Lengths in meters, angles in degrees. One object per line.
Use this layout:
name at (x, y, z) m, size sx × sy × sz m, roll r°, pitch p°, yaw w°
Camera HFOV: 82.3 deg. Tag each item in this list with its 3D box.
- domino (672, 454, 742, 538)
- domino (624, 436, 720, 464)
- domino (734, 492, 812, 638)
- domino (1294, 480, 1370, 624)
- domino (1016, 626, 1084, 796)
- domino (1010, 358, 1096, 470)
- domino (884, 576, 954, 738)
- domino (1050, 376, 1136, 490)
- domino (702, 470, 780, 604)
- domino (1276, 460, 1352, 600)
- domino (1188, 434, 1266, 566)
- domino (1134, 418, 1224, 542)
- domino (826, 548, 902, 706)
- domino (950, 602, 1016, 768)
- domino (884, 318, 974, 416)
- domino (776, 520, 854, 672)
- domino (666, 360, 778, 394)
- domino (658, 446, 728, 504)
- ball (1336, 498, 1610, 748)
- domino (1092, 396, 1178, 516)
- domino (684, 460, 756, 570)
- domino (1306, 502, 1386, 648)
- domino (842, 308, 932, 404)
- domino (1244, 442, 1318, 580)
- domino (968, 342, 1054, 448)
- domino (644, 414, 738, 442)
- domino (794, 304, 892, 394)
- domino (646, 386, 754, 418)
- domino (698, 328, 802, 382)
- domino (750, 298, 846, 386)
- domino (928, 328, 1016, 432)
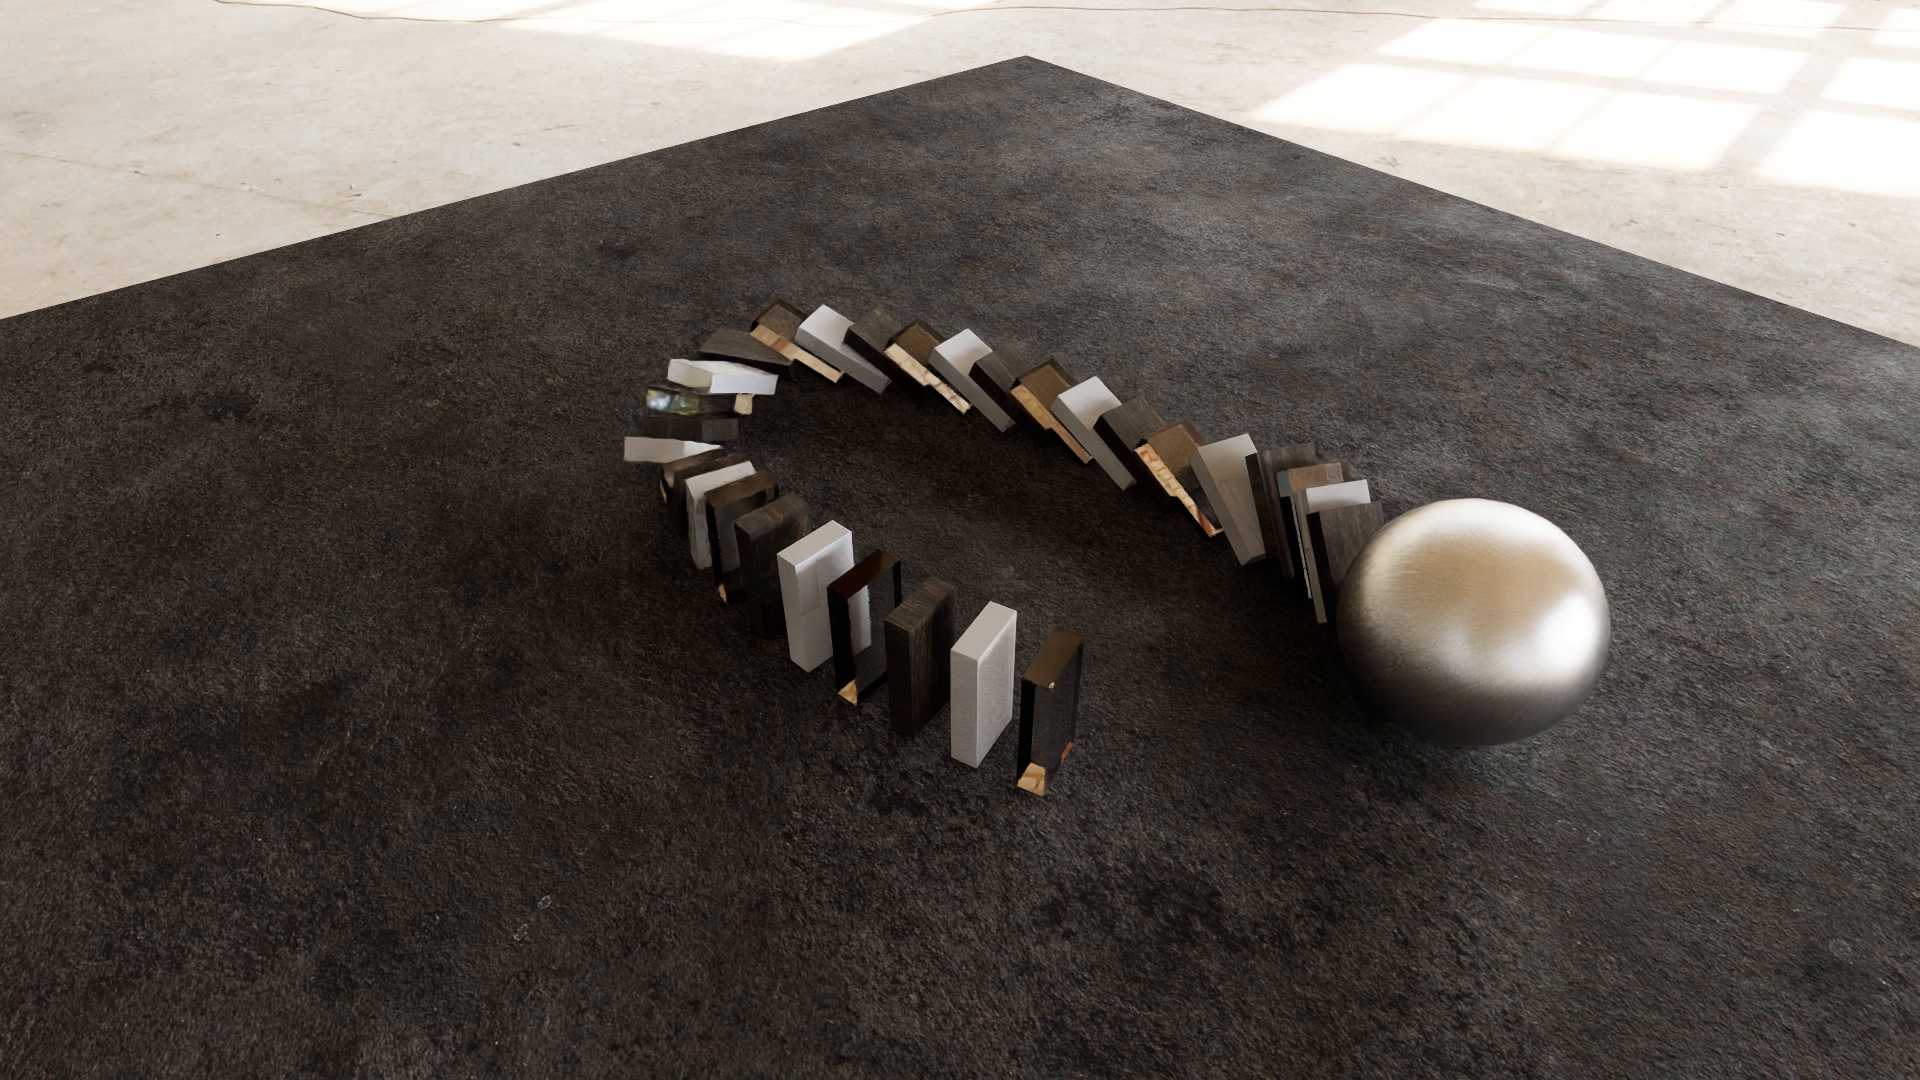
domino at (-0.100, -0.017, 0.435) m, size 0.025 × 0.050 × 0.010 m, roll -18°, pitch 77°, yaw -21°
domino at (-0.120, -0.037, 0.466) m, size 0.025 × 0.009 × 0.050 m, roll 4°, pitch 2°, yaw 5°
domino at (-0.066, 0.010, 0.400) m, size 0.025 × 0.050 × 0.009 m, roll -31°, pitch 48°, yaw -32°
domino at (0.143, 0.004, 0.412) m, size 0.025 × 0.050 × 0.010 m, roll -9°, pitch -4°, yaw -11°
domino at (0.028, 0.054, 0.345) m, size 0.010 × 0.050 × 0.025 m, roll 19°, pitch 43°, yaw 21°
domino at (0.049, -0.058, 0.498) m, size 0.025 × 0.009 × 0.050 m, roll -32°, pitch 74°, yaw -33°
domino at (-0.013, 0.039, 0.364) m, size 0.010 × 0.050 × 0.025 m, roll 23°, pitch 45°, yaw 26°
domino at (0.066, -0.048, 0.486) m, size 0.025 × 0.010 × 0.050 m, roll -30°, pitch 73°, yaw -32°
domino at (-0.080, -0.001, 0.412) m, size 0.025 × 0.050 × 0.010 m, roll -23°, pitch 51°, yaw -26°
domino at (0.139, -0.004, 0.422) m, size 0.025 × 0.050 × 0.009 m, roll -9°, pitch -4°, yaw -11°
domino at (0.115, -0.017, 0.445) m, size 0.025 × 0.009 × 0.050 m, roll -17°, pitch 72°, yaw -19°
domino at (0.098, -0.026, 0.459) m, size 0.025 × 0.010 × 0.050 m, roll -25°, pitch 70°, yaw -27°
domino at (-0.031, 0.030, 0.375) m, size 0.009 × 0.050 × 0.025 m, roll 28°, pitch 47°, yaw 30°
domino at (0.007, 0.047, 0.354) m, size 0.009 × 0.050 × 0.025 m, roll 20°, pitch 43°, yaw 23°
domino at (-0.009, -0.084, 0.530) m, size 0.050 × 0.009 × 0.025 m, roll 40°, pitch 49°, yaw 7°
domino at (-0.049, 0.020, 0.387) m, size 0.009 × 0.050 × 0.025 m, roll 31°, pitch 48°, yaw 32°
domino at (-0.111, -0.077, 0.519) m, size 0.025 × 0.010 × 0.050 m, roll 20°, pitch 15°, yaw 22°
domino at (-0.109, -0.026, 0.449) m, size 0.025 × 0.009 × 0.050 m, roll -19°, pitch 0°, yaw -17°
ball at (0.164, 0.026, 0.356) m, size 0.080 × 0.080 × 0.080 m, roll 0°, pitch 39°, yaw 0°
domino at (0.083, -0.037, 0.473) m, size 0.025 × 0.010 × 0.050 m, roll -27°, pitch 71°, yaw -29°
domino at (-0.091, -0.009, 0.422) m, size 0.025 × 0.050 × 0.010 m, roll -19°, pitch 64°, yaw -21°
domino at (0.145, 0.013, 0.402) m, size 0.025 × 0.050 × 0.009 m, roll -9°, pitch -4°, yaw -11°
domino at (-0.030, -0.091, 0.538) m, size 0.050 × 0.010 × 0.025 m, roll 39°, pitch 48°, yaw 6°
domino at (0.130, -0.011, 0.431) m, size 0.025 × 0.050 × 0.009 m, roll -11°, pitch -3°, yaw -13°
domino at (0.030, -0.067, 0.510) m, size 0.050 × 0.009 × 0.025 m, roll 46°, pitch 54°, yaw 12°
domino at (-0.117, -0.049, 0.484) m, size 0.025 × 0.010 × 0.050 m, roll 4°, pitch 8°, yaw 5°
domino at (-0.054, -0.095, 0.544) m, size 0.050 × 0.010 × 0.025 m, roll 32°, pitch 44°, yaw 1°
domino at (-0.118, -0.064, 0.503) m, size 0.025 × 0.010 × 0.050 m, roll 13°, pitch 12°, yaw 16°
domino at (-0.104, -0.094, 0.559) m, size 0.050 × 0.010 × 0.025 m, roll 11°, pitch 41°, yaw 13°
domino at (-0.077, -0.099, 0.550) m, size 0.050 × 0.009 × 0.025 m, roll 32°, pitch 44°, yaw 1°
domino at (0.012, -0.076, 0.520) m, size 0.050 × 0.009 × 0.025 m, roll 45°, pitch 53°, yaw 11°
